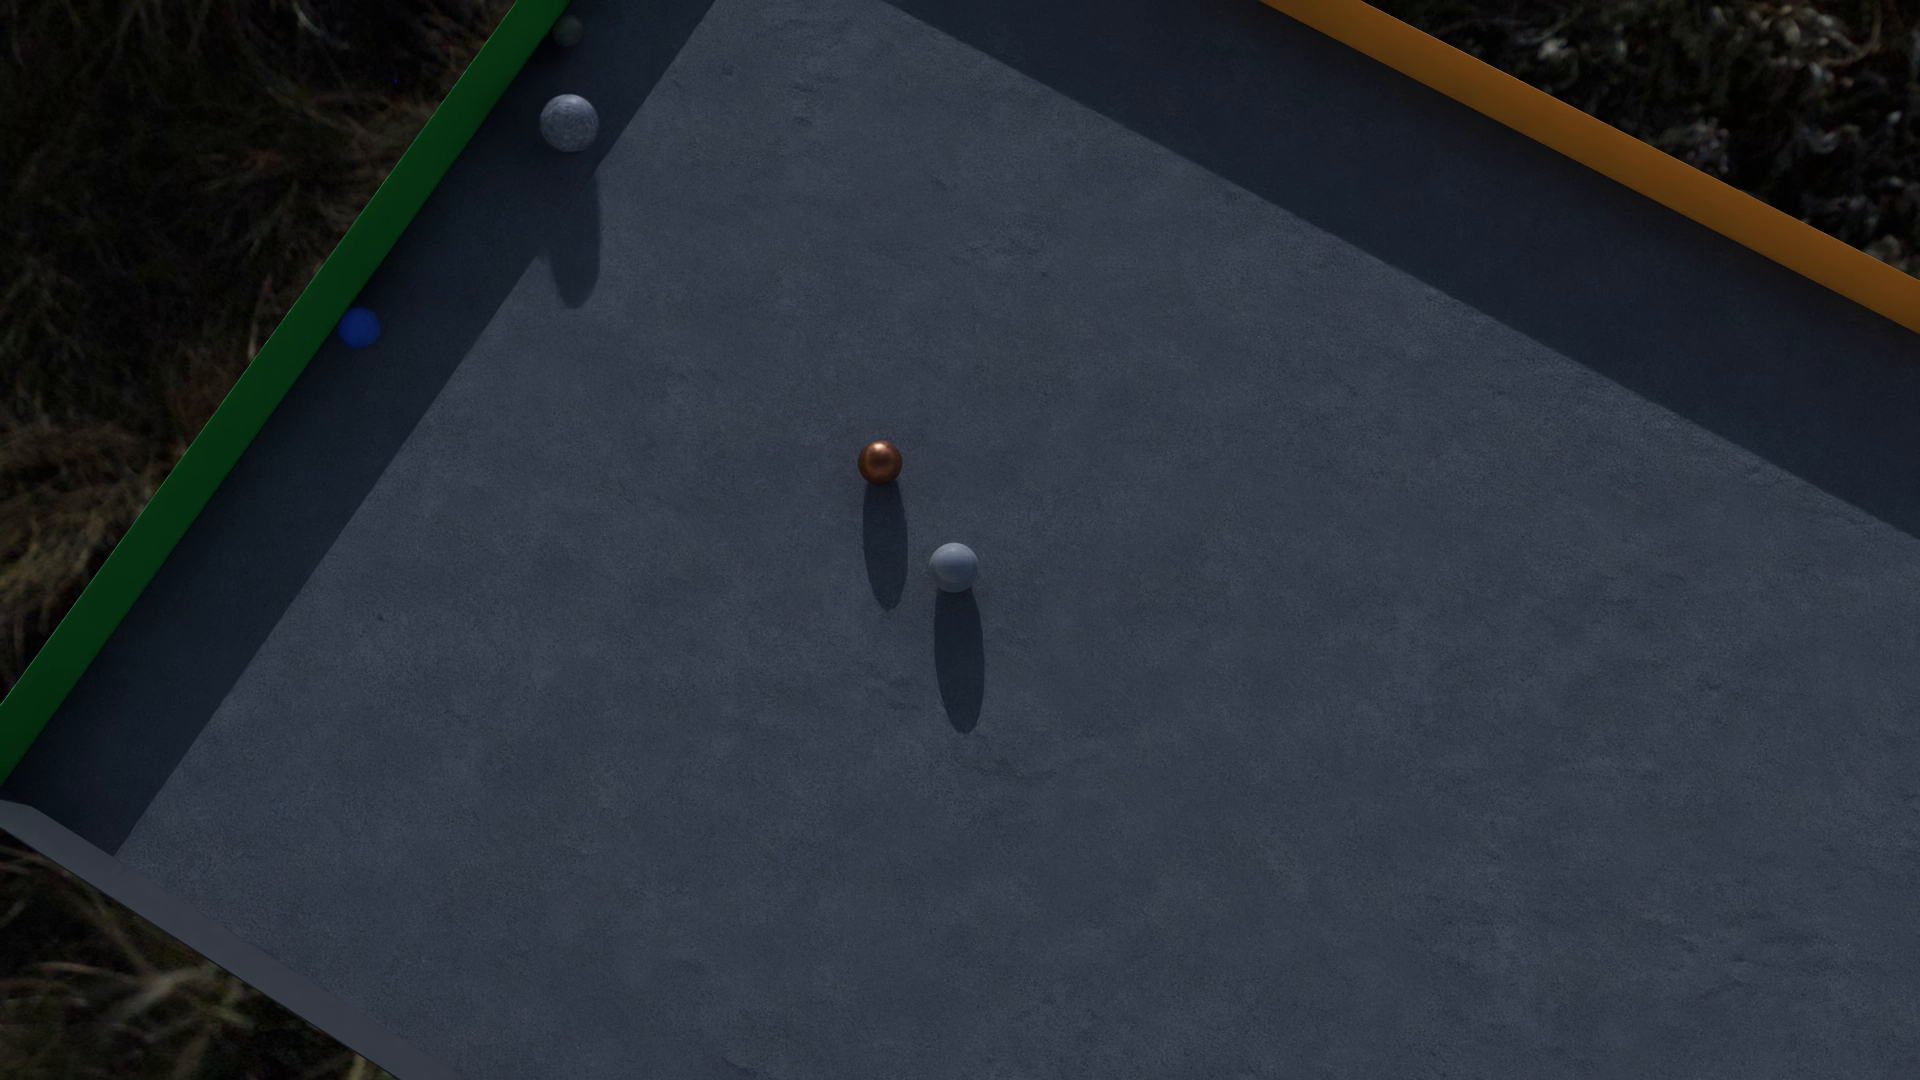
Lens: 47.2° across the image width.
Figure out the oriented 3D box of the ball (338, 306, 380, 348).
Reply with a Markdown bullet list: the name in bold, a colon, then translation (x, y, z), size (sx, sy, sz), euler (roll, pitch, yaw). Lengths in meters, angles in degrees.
- **ball**: translation (-0.955, -0.339, 3.496), size (0.065, 0.065, 0.065), euler (0, 73, 0)

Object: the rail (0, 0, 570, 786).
- **rail**: translation (-0.904, -0.514, 3.519), size (0.045, 0.122, 2.196), euler (29, 75, 9)

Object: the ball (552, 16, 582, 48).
- **ball**: translation (-0.654, -0.847, 3.661), size (0.051, 0.051, 0.051), euler (0, 73, 0)

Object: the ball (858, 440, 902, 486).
- **ball**: translation (-0.124, -0.120, 3.425), size (0.070, 0.070, 0.070), euler (0, 73, 0)

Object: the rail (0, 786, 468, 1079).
- **rail**: translation (0.381, 1.395, 2.924), size (4.287, 0.122, 0.045), euler (29, 75, 9)

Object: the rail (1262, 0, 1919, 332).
- **rail**: translation (1.468, -0.375, 3.476), size (4.287, 0.122, 0.045), euler (29, 75, 9)

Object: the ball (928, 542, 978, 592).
- **ball**: translation (-0.009, 0.042, 3.370), size (0.077, 0.077, 0.077), euler (0, 73, 0)

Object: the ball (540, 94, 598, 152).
- **ball**: translation (-0.638, -0.680, 3.587), size (0.094, 0.094, 0.094), euler (0, 73, 0)
